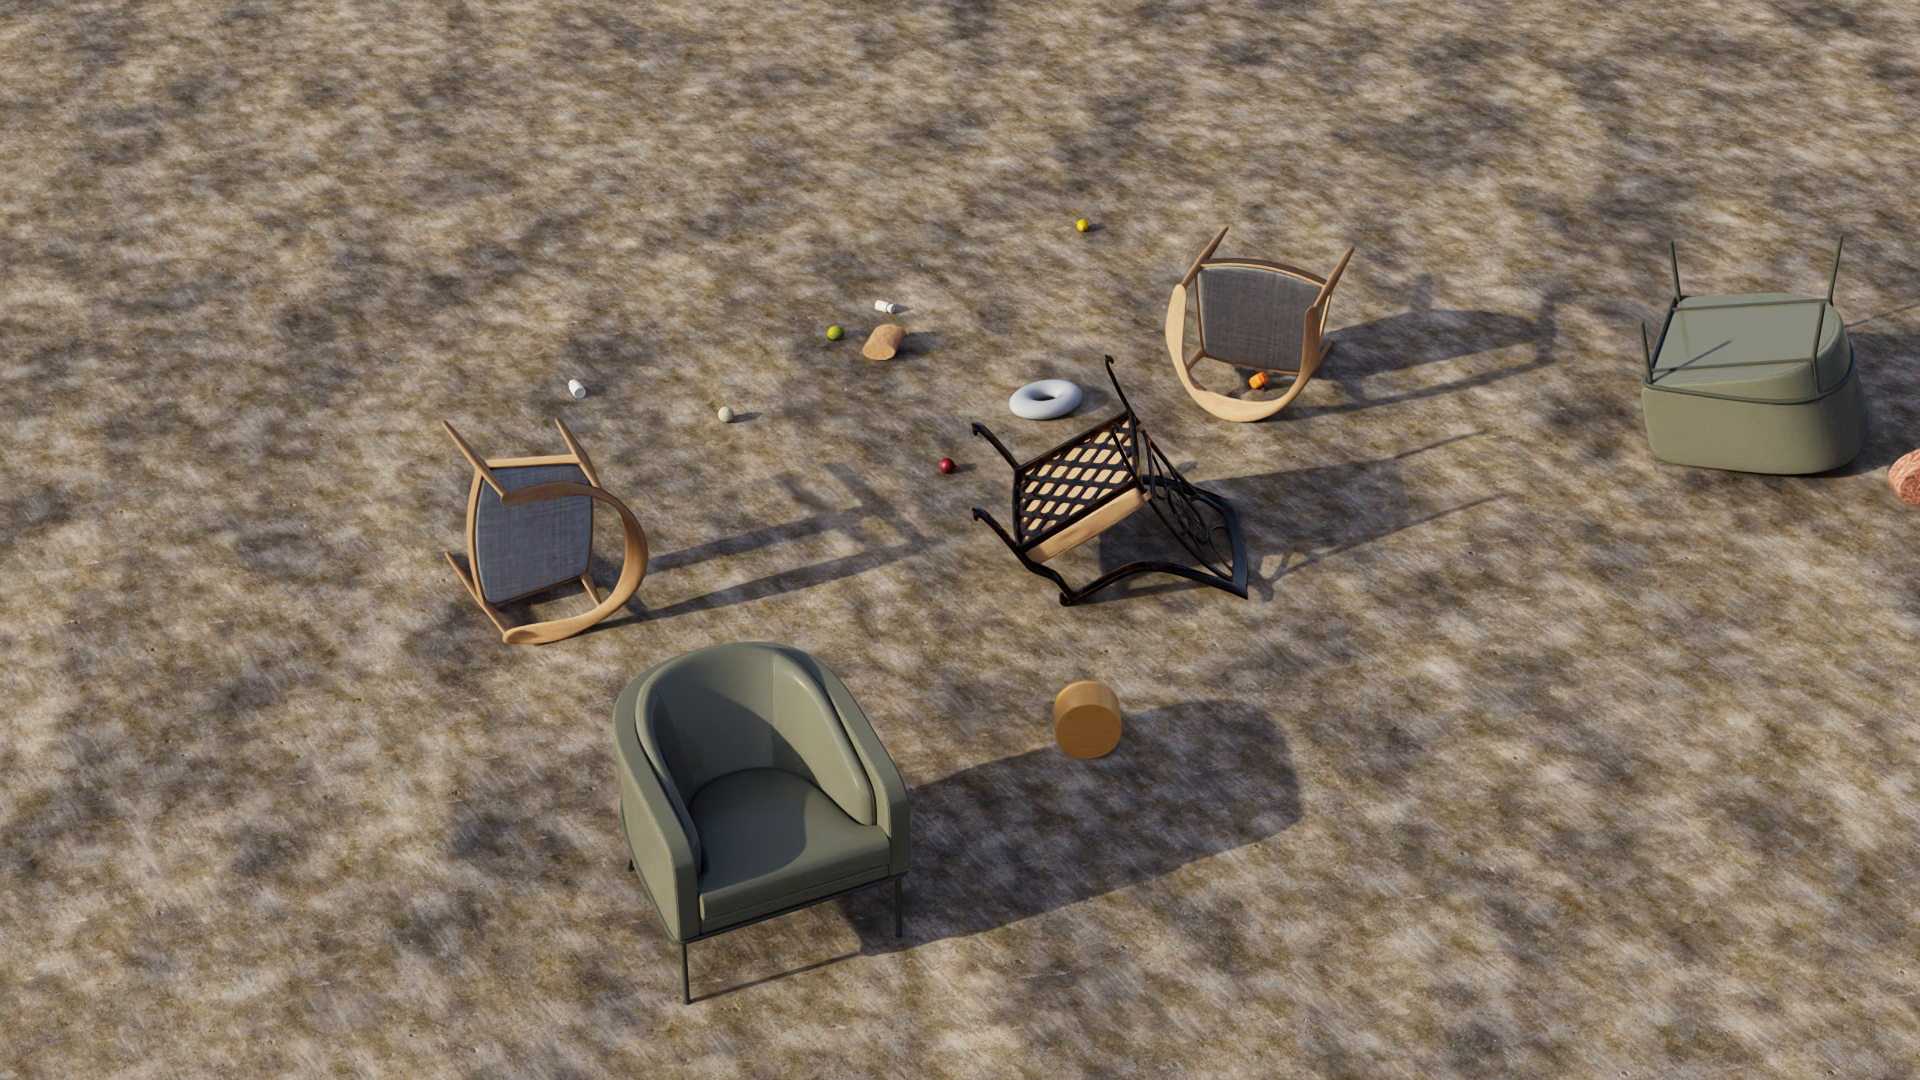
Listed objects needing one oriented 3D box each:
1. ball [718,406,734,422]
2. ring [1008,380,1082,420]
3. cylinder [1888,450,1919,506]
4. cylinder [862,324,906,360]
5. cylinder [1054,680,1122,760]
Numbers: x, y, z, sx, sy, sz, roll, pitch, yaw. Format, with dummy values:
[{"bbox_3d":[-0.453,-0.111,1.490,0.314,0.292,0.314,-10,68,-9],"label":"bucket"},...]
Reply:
[{"bbox_3d":[-0.929,-0.499,11.644,0.063,0.063,0.063,0,33,0],"label":"ball"},{"bbox_3d":[0.344,-0.563,11.735,0.322,0.072,0.234,-19,37,-27],"label":"ring"},{"bbox_3d":[3.661,-0.242,11.139,0.235,0.184,0.105,-20,34,3],"label":"cylinder"},{"bbox_3d":[-0.314,-0.817,12.109,0.142,0.081,0.163,2,33,17],"label":"cylinder"},{"bbox_3d":[0.426,0.603,9.821,0.221,0.230,0.133,13,32,-9],"label":"cylinder"}]
